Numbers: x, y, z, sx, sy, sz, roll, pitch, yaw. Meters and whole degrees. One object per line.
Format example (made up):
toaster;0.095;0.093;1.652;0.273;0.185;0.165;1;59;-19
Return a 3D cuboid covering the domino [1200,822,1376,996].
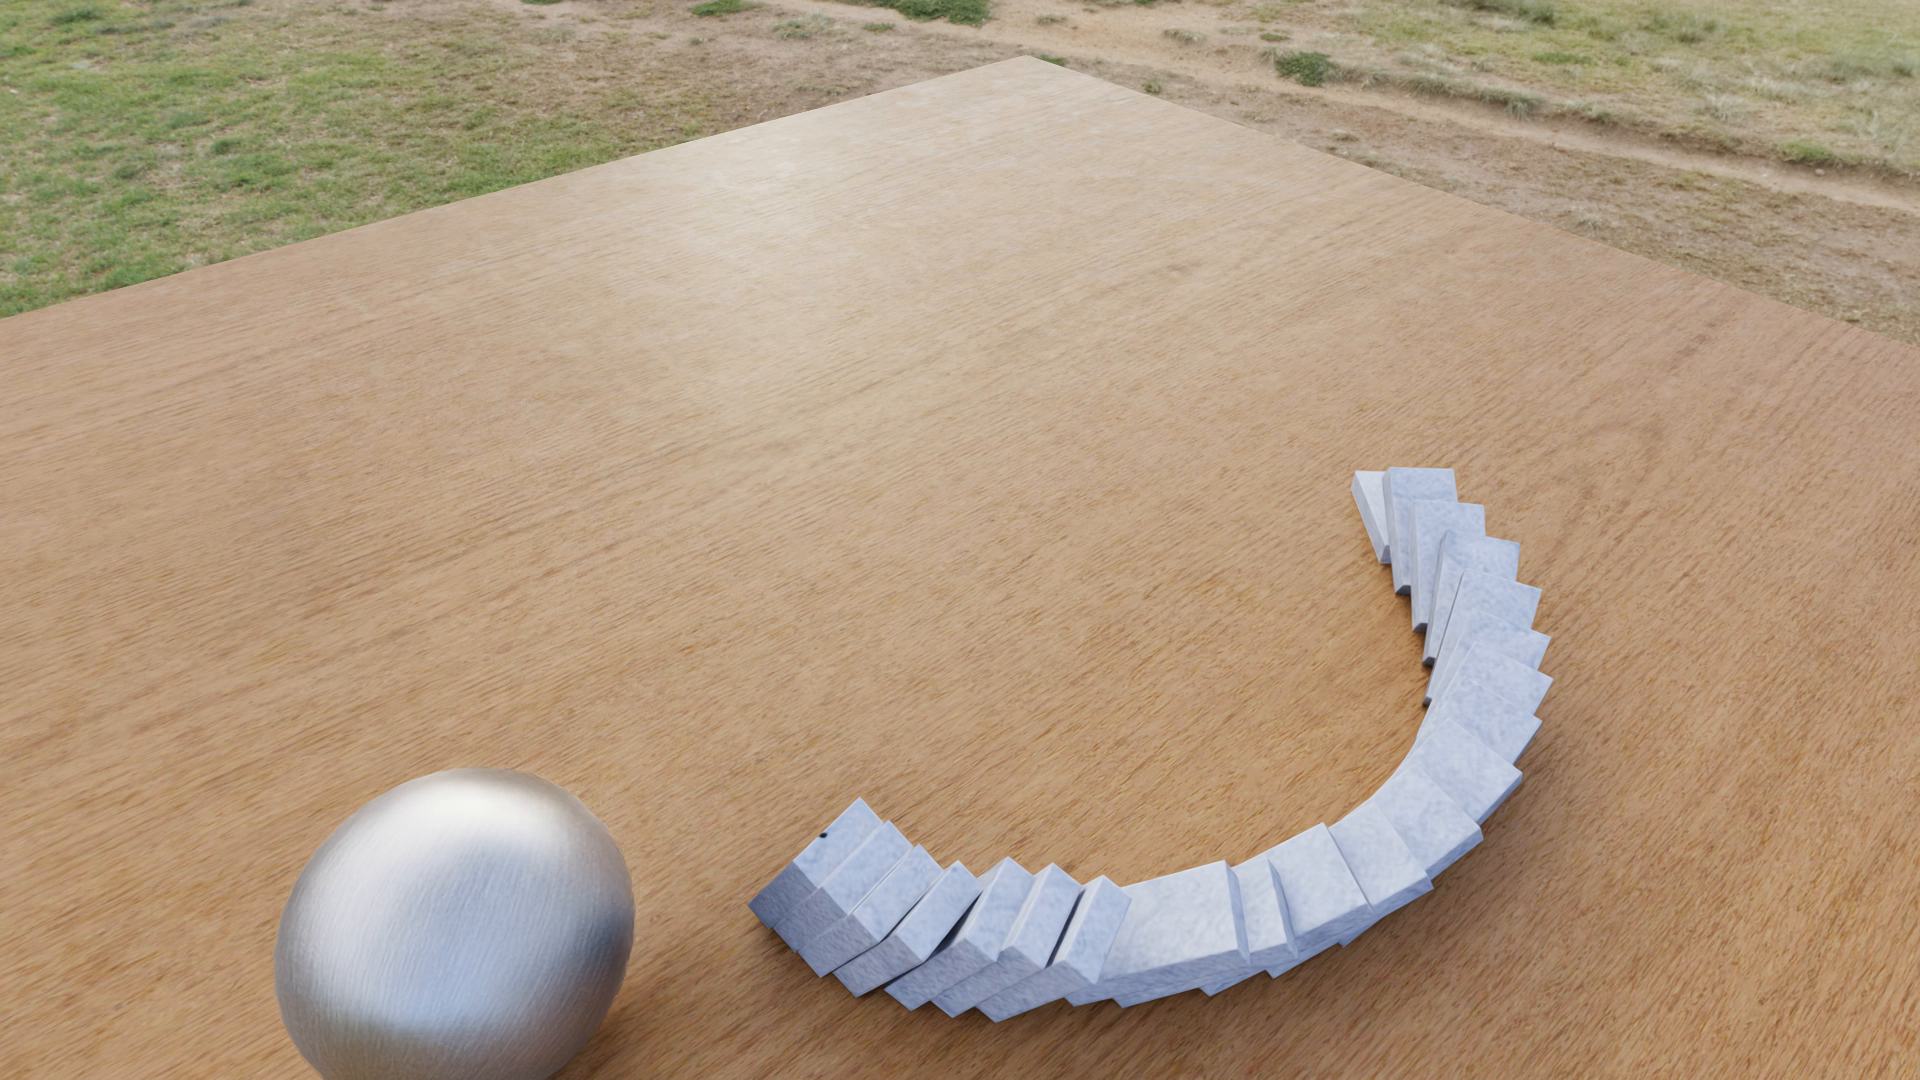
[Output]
domino;0.084;0.101;0.300;0.050;0.010;0.025;-32;40;12

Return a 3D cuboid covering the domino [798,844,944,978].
domino;-0.024;0.099;0.292;0.009;0.050;0.025;46;52;6

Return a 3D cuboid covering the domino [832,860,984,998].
domino;-0.014;0.102;0.288;0.009;0.050;0.025;45;51;5

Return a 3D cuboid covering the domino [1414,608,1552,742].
domino;0.173;0.050;0.364;0.025;0.009;0.050;23;74;26

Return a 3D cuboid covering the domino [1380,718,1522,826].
domino;0.139;0.080;0.326;0.050;0.010;0.025;-44;54;-4

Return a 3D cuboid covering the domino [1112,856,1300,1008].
domino;0.063;0.105;0.295;0.050;0.009;0.025;-25;35;20

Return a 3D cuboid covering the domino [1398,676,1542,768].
domino;0.153;0.070;0.338;0.025;0.009;0.050;35;81;31

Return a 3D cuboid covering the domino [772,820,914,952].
domino;-0.032;0.094;0.297;0.010;0.050;0.025;46;53;6

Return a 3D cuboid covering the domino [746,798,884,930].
domino;-0.041;0.090;0.303;0.009;0.050;0.025;46;52;6

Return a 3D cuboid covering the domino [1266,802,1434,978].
domino;0.102;0.097;0.307;0.050;0.010;0.025;-32;42;6

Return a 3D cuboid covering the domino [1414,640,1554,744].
domino;0.164;0.060;0.350;0.025;0.010;0.050;30;79;29

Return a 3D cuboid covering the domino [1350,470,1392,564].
domino;0.181;-0.010;0.455;0.025;0.010;0.050;1;39;2

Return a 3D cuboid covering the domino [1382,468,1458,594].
domino;0.182;-0.004;0.430;0.025;0.009;0.050;2;67;2

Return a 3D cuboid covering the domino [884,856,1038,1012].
domino;-0.001;0.103;0.287;0.009;0.050;0.025;38;46;0

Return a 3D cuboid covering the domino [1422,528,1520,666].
domino;0.184;0.023;0.397;0.025;0.010;0.050;13;71;13

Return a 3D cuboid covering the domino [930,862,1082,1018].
domino;0.011;0.104;0.285;0.009;0.050;0.025;38;46;-1

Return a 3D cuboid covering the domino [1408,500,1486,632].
domino;0.184;0.010;0.414;0.025;0.010;0.050;5;67;6

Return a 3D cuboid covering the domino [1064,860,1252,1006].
domino;0.050;0.104;0.291;0.050;0.010;0.025;-23;35;22

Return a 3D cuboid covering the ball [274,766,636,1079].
ball;-0.121;0.097;0.270;0.080;0.080;0.080;0;39;0

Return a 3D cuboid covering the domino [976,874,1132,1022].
domino;0.023;0.106;0.283;0.010;0.050;0.025;39;48;-2

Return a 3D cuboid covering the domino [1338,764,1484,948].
domino;0.120;0.090;0.315;0.050;0.010;0.025;-38;46;1

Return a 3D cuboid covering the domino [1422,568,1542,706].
domino;0.180;0.037;0.380;0.025;0.010;0.050;18;72;20
